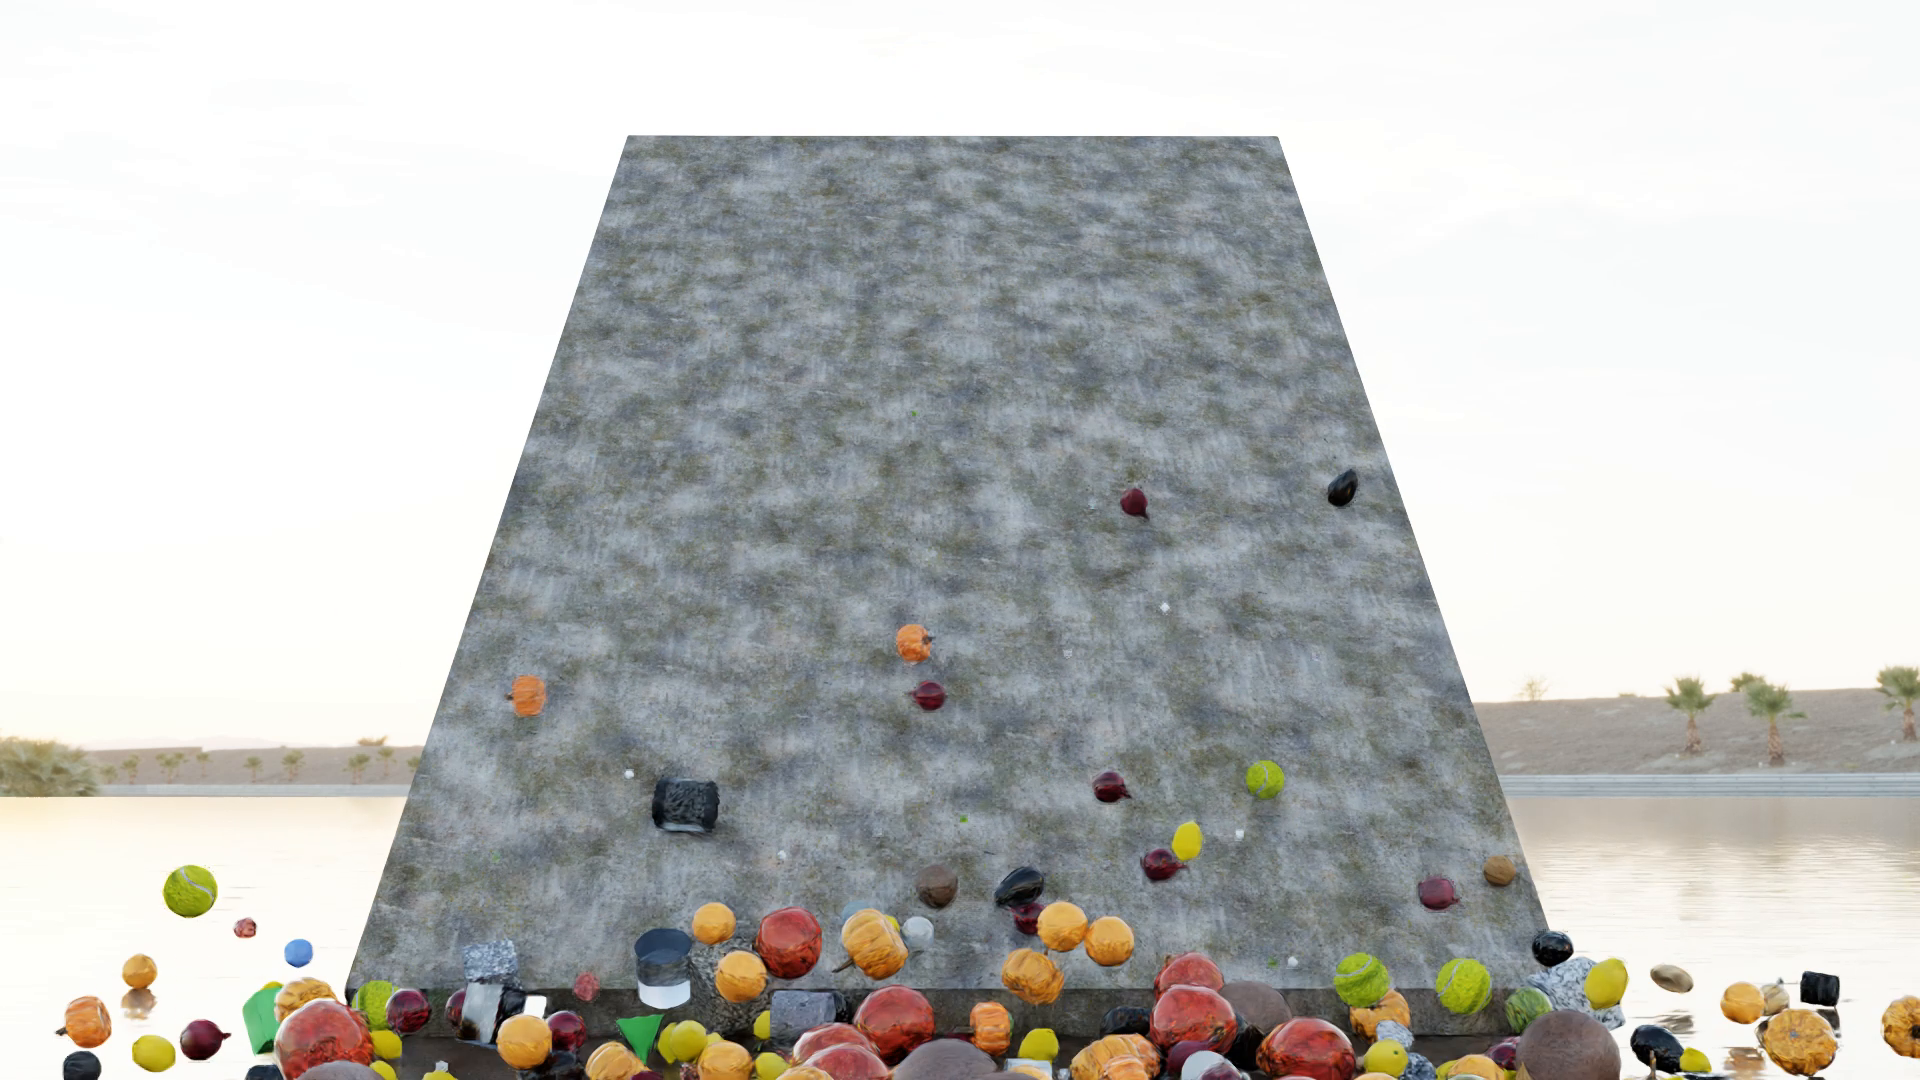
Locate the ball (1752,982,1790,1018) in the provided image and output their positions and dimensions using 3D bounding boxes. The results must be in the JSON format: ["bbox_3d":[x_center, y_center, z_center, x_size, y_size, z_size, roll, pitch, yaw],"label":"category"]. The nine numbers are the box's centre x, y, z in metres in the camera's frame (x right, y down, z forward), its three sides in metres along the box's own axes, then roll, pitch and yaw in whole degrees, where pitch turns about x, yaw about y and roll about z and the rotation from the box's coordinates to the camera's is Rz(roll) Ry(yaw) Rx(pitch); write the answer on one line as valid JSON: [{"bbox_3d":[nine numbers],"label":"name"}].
[{"bbox_3d":[1.443,0.819,4.284,0.063,0.063,0.063,0,-6,0],"label":"ball"}]

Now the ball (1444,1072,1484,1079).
[{"bbox_3d":[0.569,0.644,2.712,0.085,0.085,0.085,0,-6,0],"label":"ball"}]

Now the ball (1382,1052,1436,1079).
[{"bbox_3d":[0.577,0.692,3.094,0.068,0.068,0.068,0,-6,0],"label":"ball"}]

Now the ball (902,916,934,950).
[{"bbox_3d":[-0.070,0.654,4.008,0.056,0.056,0.056,0,-6,0],"label":"ball"}]

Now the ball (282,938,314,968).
[{"bbox_3d":[-1.169,0.730,4.260,0.053,0.053,0.053,0,-6,0],"label":"ball"}]

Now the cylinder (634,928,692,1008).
[{"bbox_3d":[-0.478,0.693,3.902,0.091,0.091,0.091,0,30,0],"label":"cylinder"}]

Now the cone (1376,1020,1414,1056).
[{"bbox_3d":[0.619,0.734,3.480,0.056,0.056,0.056,-4,35,34],"label":"cone"}]

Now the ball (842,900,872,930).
[{"bbox_3d":[-0.172,0.631,4.053,0.051,0.051,0.051,0,-6,0],"label":"ball"}]

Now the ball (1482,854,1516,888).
[{"bbox_3d":[0.931,0.571,4.160,0.056,0.056,0.056,0,-6,0],"label":"ball"}]

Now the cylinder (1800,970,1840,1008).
[{"bbox_3d":[1.606,0.839,4.501,0.060,0.060,0.060,5,-3,31],"label":"cylinder"}]

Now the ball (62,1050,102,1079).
[{"bbox_3d":[-1.193,0.719,3.273,0.052,0.052,0.052,0,-6,0],"label":"ball"}]

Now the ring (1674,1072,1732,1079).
[{"bbox_3d":[0.993,0.727,3.222,0.080,0.027,0.080,1,-7,0],"label":"ring"}]

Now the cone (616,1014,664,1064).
[{"bbox_3d":[-0.462,0.729,3.503,0.070,0.070,0.070,-7,-10,-1],"label":"cone"}]

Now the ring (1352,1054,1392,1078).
[{"bbox_3d":[0.597,0.748,3.424,0.077,0.026,0.077,0,-4,0],"label":"ring"}]

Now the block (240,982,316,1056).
[{"bbox_3d":[-1.024,0.719,3.622,0.076,0.076,0.076,-7,-24,-36],"label":"block"}]

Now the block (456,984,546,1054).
[{"bbox_3d":[-0.662,0.691,3.480,0.082,0.082,0.082,-7,-24,42],"label":"block"}]

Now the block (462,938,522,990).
[{"bbox_3d":[-0.753,0.707,3.884,0.082,0.082,0.082,-8,31,-14],"label":"block"}]

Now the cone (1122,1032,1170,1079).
[{"bbox_3d":[0.240,0.679,3.196,0.065,0.065,0.065,-7,-46,-7],"label":"cone"}]

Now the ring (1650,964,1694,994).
[{"bbox_3d":[1.360,0.838,4.601,0.084,0.028,0.084,22,-27,12],"label":"ring"}]

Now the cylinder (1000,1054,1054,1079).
[{"bbox_3d":[0.087,0.700,3.123,0.053,0.053,0.053,-18,2,-24],"label":"cylinder"}]

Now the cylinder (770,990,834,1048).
[{"bbox_3d":[-0.230,0.701,3.523,0.081,0.081,0.081,1,-6,8],"label":"cylinder"}]

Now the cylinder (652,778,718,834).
[{"bbox_3d":[-0.487,0.471,4.279,0.092,0.092,0.092,3,-5,14],"label":"cylinder"}]

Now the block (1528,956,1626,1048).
[{"bbox_3d":[0.902,0.674,3.527,0.090,0.090,0.090,-20,4,-8],"label":"block"}]

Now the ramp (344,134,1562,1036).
[{"bbox_3d":[-0.013,-0.213,5.693,2.000,0.100,4.000,0,30,0],"label":"ramp"}]

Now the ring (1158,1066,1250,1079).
[{"bbox_3d":[0.318,0.710,3.138,0.125,0.042,0.125,-2,-5,0],"label":"ring"}]

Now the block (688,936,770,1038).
[{"bbox_3d":[-0.370,0.714,3.858,0.099,0.099,0.099,-14,33,-23],"label":"block"}]

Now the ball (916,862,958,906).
[{"bbox_3d":[-0.039,0.587,4.107,0.074,0.074,0.074,0,-6,0],"label":"ball"}]

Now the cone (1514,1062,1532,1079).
[{"bbox_3d":[0.672,0.663,2.874,0.080,0.080,0.080,0,-6,0],"label":"cone"}]
